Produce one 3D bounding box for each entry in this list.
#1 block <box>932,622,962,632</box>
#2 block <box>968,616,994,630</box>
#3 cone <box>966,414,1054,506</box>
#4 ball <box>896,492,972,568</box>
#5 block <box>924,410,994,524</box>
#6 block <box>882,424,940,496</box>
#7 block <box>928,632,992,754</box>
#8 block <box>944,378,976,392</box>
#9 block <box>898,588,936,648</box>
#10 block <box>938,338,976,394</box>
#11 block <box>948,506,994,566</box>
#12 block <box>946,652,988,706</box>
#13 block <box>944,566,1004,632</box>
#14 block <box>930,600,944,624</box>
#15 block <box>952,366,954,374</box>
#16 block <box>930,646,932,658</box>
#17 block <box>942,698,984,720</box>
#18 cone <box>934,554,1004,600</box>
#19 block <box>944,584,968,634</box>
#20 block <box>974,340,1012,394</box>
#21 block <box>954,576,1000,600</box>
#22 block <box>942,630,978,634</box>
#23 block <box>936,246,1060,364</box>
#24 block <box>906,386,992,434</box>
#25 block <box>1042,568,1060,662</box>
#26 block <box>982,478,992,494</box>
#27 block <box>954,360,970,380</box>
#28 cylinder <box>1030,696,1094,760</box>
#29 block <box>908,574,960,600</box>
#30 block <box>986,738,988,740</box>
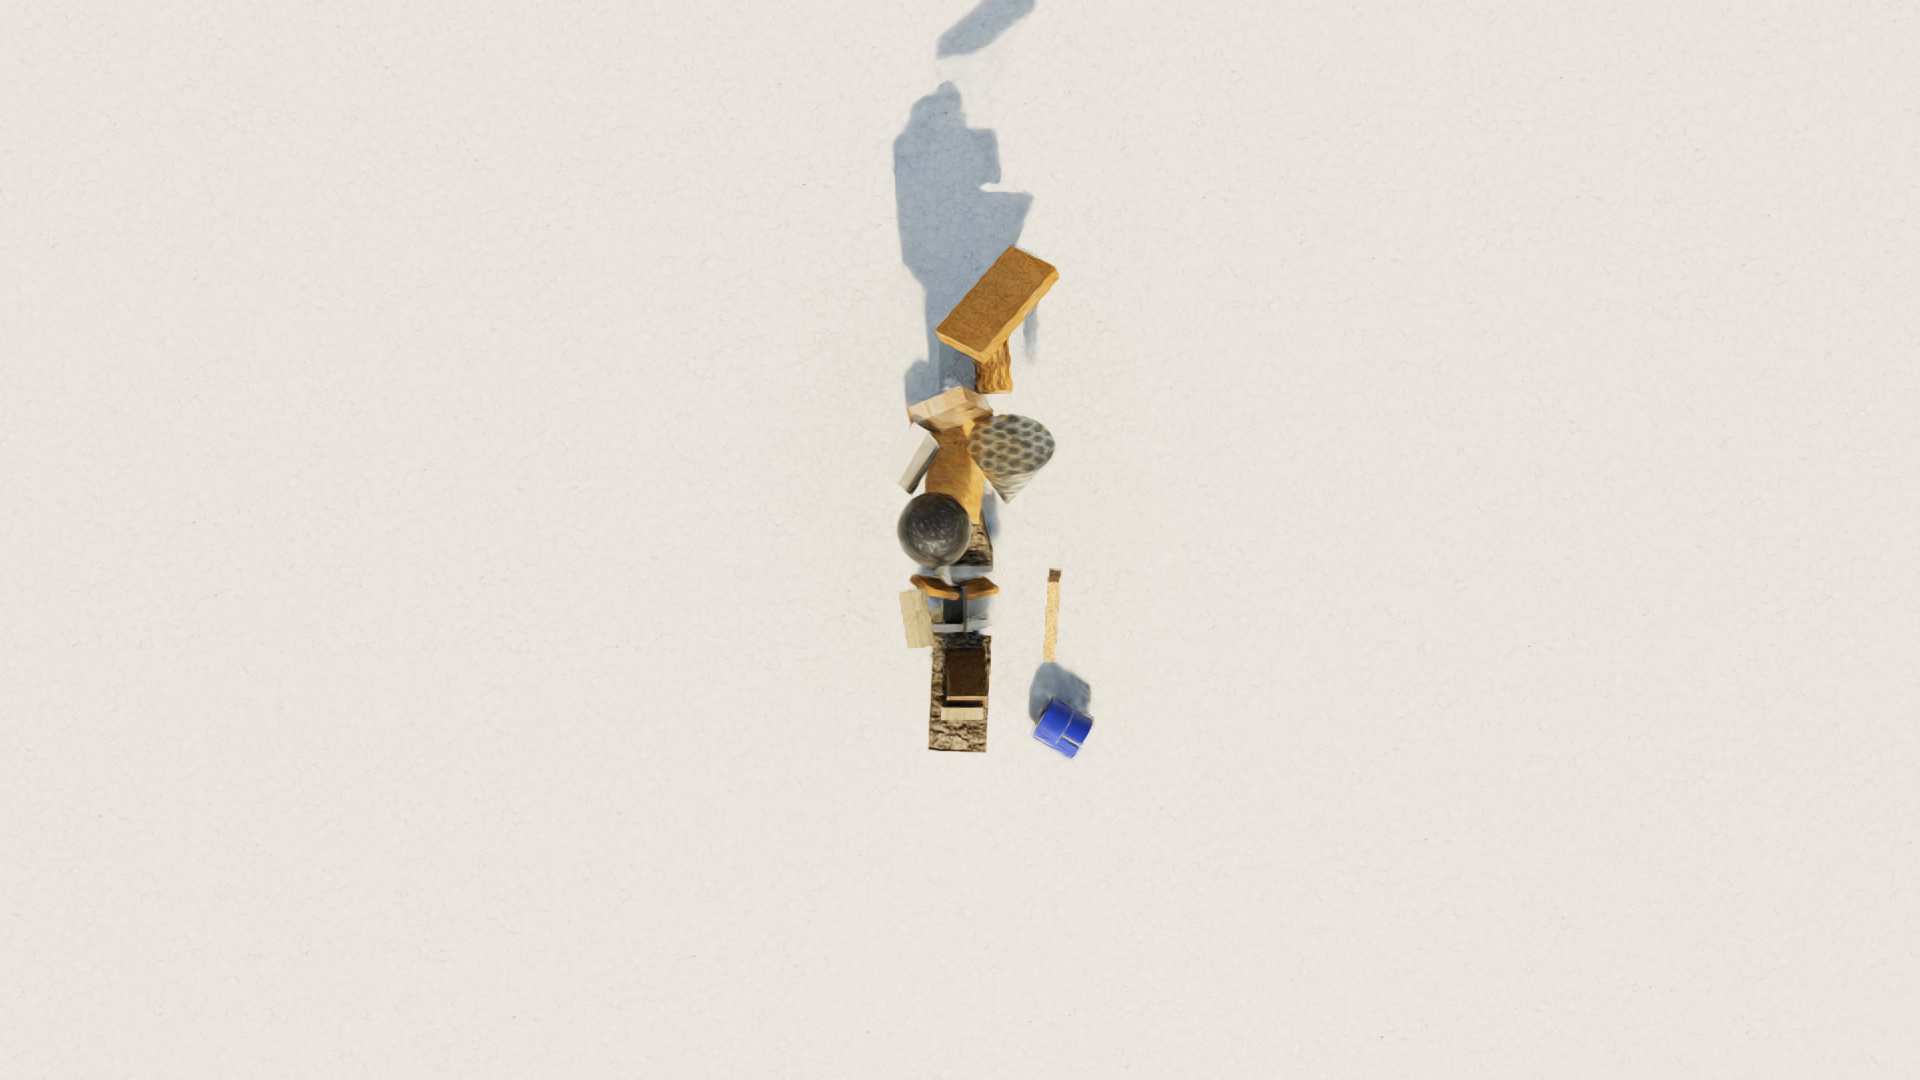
[{"bbox_3d":[-0.076,0.263,4.940,0.085,0.169,0.024,3,89,35],"label":"block"},{"bbox_3d":[0.034,0.257,5.103,0.073,0.146,0.021,1,95,35],"label":"block"},{"bbox_3d":[0.141,-0.186,4.760,0.250,0.250,0.250,1,47,-1],"label":"cone"},{"bbox_3d":[-0.072,-0.029,4.601,0.212,0.212,0.212,0,90,0],"label":"ball"},{"bbox_3d":[-0.006,-0.225,4.801,0.167,0.047,0.335,8,78,2],"label":"block"},{"bbox_3d":[-0.132,-0.221,4.598,0.047,0.332,0.166,30,89,7],"label":"block"},{"bbox_3d":[0.000,0.450,4.865,0.171,0.049,0.343,3,91,0],"label":"block"},{"bbox_3d":[0.004,-0.426,4.905,0.105,0.210,0.030,9,75,0],"label":"block"},{"bbox_3d":[-0.127,0.230,4.834,0.085,0.024,0.169,-8,94,38],"label":"block"},{"bbox_3d":[0.002,-0.497,5.030,0.135,0.038,0.269,0,90,0],"label":"block"},{"bbox_3d":[-0.004,-0.021,4.971,0.167,0.335,0.047,0,61,10],"label":"block"},{"bbox_3d":[0.017,0.397,4.730,0.115,0.230,0.033,-1,119,-1],"label":"block"},{"bbox_3d":[0.039,0.137,5.197,0.144,0.041,0.289,-15,98,-18],"label":"block"},{"bbox_3d":[-0.073,0.249,5.343,0.144,0.289,0.041,-39,94,-12],"label":"block"},{"bbox_3d":[-0.003,-0.514,4.964,0.046,0.093,0.013,0,89,0],"label":"block"},{"bbox_3d":[-0.003,0.332,5.060,0.171,0.343,0.049,3,90,0],"label":"block"},{"bbox_3d":[0.006,0.482,4.726,0.115,0.230,0.033,0,92,0],"label":"block"},{"bbox_3d":[0.031,0.128,5.383,0.235,0.235,0.235,0,90,0],"label":"cone"},{"bbox_3d":[-0.015,0.211,5.019,0.073,0.021,0.146,3,99,36],"label":"block"},{"bbox_3d":[0.093,-0.528,4.796,0.105,0.030,0.210,-3,76,-3],"label":"block"},{"bbox_3d":[0.048,0.149,5.092,0.073,0.146,0.021,35,120,34],"label":"block"},{"bbox_3d":[-0.011,0.399,5.249,0.116,0.033,0.232,6,91,0],"label":"block"},{"bbox_3d":[0.103,-0.644,4.493,0.166,0.047,0.332,31,72,30],"label":"block"},{"bbox_3d":[-0.028,-0.362,4.617,0.166,0.332,0.047,-22,85,12],"label":"block"},{"bbox_3d":[0.255,0.208,4.581,0.033,0.115,0.230,4,107,4],"label":"block"},{"bbox_3d":[0.019,-0.250,5.045,0.167,0.411,0.047,2,67,-1],"label":"block"},{"bbox_3d":[0.004,-0.491,4.911,0.046,0.013,0.093,2,90,0],"label":"block"},{"bbox_3d":[0.334,0.617,5.423,0.154,0.154,0.154,31,90,0],"label":"cylinder"},{"bbox_3d":[-0.075,0.141,4.908,0.085,0.169,0.024,35,101,28],"label":"block"},{"bbox_3d":[-0.003,0.572,5.196,0.171,0.608,0.049,0,90,0],"label":"block"}]
